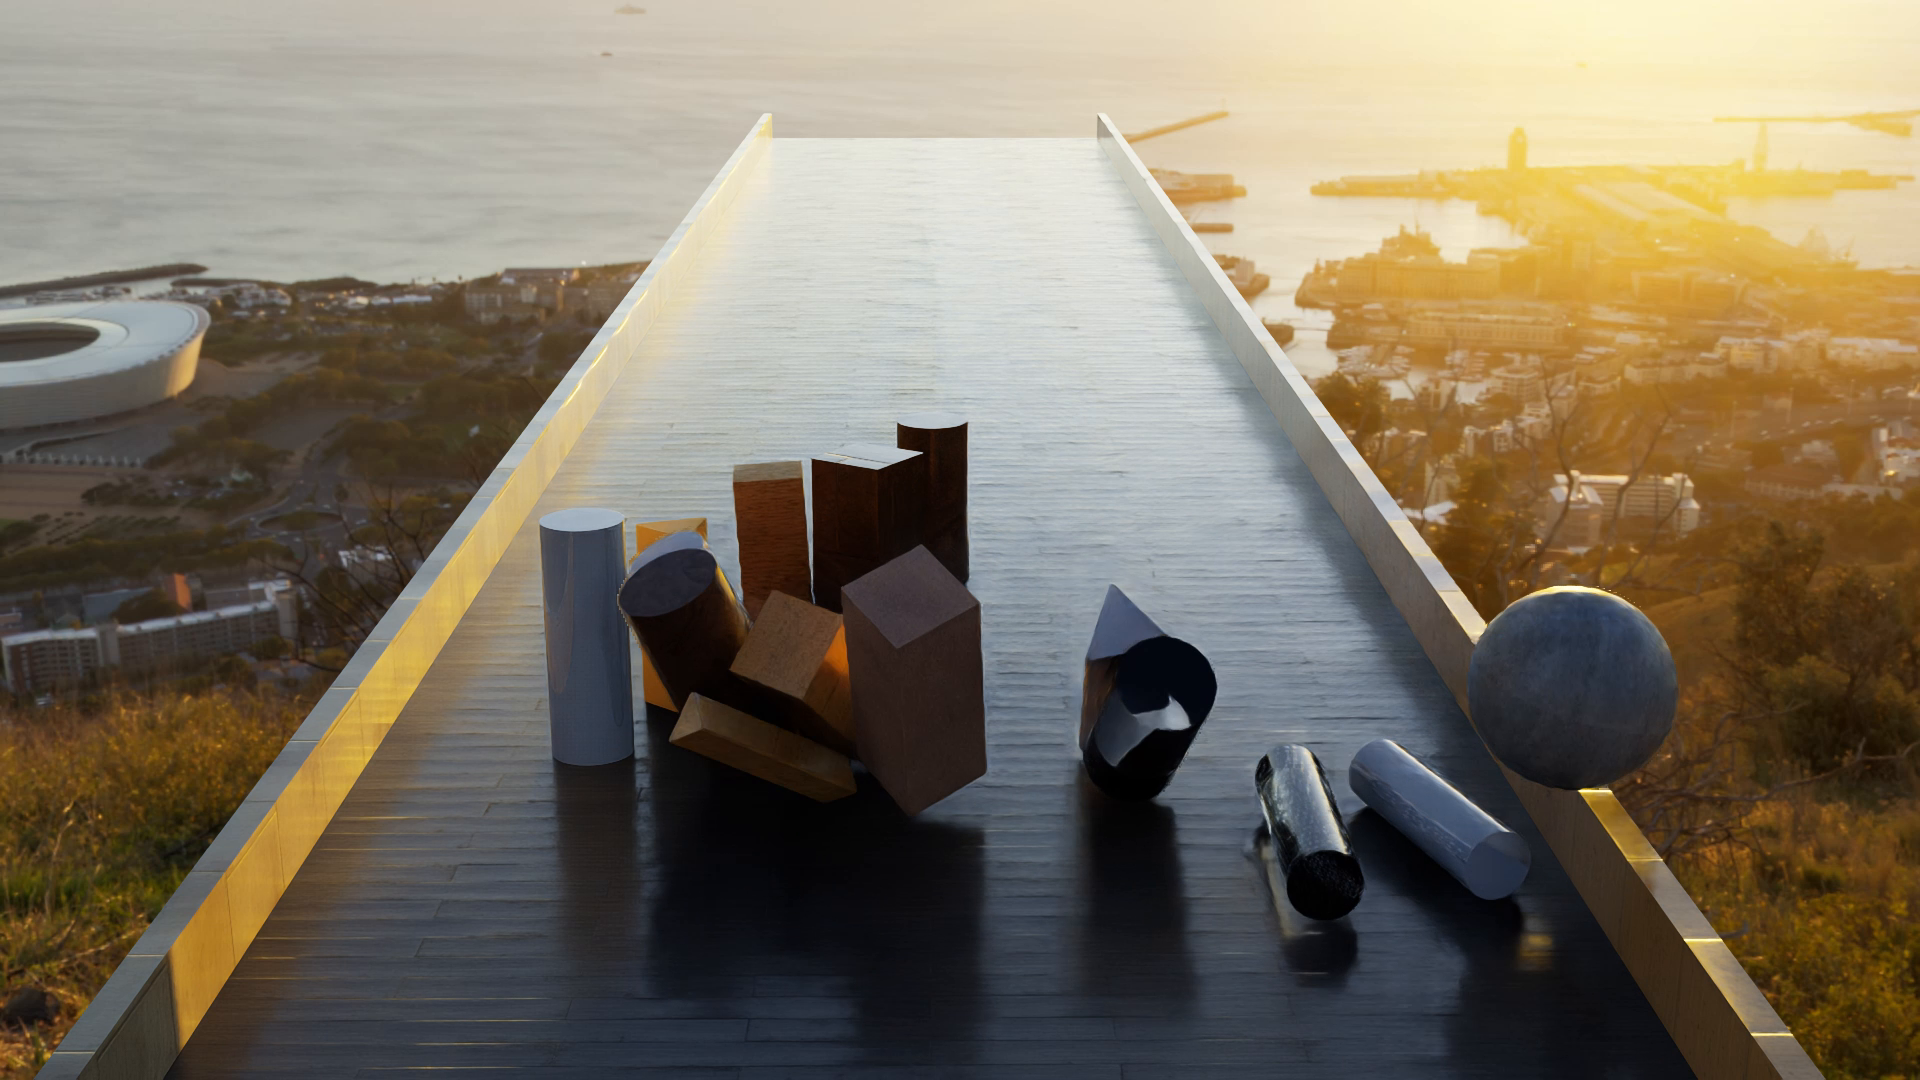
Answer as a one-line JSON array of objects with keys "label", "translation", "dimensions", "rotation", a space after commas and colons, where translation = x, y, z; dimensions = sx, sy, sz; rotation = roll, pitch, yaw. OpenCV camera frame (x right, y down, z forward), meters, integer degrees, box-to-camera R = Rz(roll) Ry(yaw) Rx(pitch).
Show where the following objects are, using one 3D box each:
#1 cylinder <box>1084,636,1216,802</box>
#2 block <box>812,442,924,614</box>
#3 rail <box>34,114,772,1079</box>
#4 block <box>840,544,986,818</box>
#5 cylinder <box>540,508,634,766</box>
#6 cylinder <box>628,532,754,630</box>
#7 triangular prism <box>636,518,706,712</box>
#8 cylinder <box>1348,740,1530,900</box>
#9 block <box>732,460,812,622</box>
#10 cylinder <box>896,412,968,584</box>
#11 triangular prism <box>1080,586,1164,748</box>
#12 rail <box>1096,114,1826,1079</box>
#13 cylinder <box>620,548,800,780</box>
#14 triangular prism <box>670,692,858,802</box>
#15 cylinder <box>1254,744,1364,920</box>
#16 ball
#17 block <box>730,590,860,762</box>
[{"label": "cylinder", "translation": [0.309, 0.299, 3.620], "dimensions": [0.161, 0.161, 0.330], "rotation": [-2, -26, -8]}, {"label": "block", "translation": [-0.193, -0.011, 4.655], "dimensions": [0.169, 0.347, 0.169], "rotation": [11, 20, 32]}, {"label": "rail", "translation": [-1.118, -0.838, 7.780], "dimensions": [0.050, 0.150, 12.000], "rotation": [0, 17, -1]}, {"label": "block", "translation": [-0.071, 0.235, 3.584], "dimensions": [0.157, 0.434, 0.157], "rotation": [-28, 52, -22]}, {"label": "cylinder", "translation": [-0.659, 0.171, 3.895], "dimensions": [0.147, 0.432, 0.147], "rotation": [0, 17, 0]}, {"label": "cylinder", "translation": [-0.443, 0.173, 3.948], "dimensions": [0.149, 0.370, 0.149], "rotation": [-20, 32, 13]}, {"label": "triangular prism", "translation": [-0.516, 0.138, 4.146], "dimensions": [0.132, 0.351, 0.114], "rotation": [14, 22, 38]}, {"label": "cylinder", "translation": [0.765, 0.444, 3.537], "dimensions": [0.113, 0.113, 0.393], "rotation": [-5, 17, -16]}, {"label": "block", "translation": [-0.367, 0.049, 4.375], "dimensions": [0.134, 0.385, 0.134], "rotation": [-4, 17, -3]}, {"label": "cylinder", "translation": [-0.061, -0.089, 4.886], "dimensions": [0.158, 0.365, 0.158], "rotation": [0, 17, 0]}, {"label": "triangular prism", "translation": [0.265, 0.216, 3.765], "dimensions": [0.138, 0.119, 0.432], "rotation": [-11, -25, -4]}, {"label": "rail", "translation": [0.932, -0.844, 7.801], "dimensions": [0.050, 0.150, 12.000], "rotation": [0, 17, -1]}, {"label": "cylinder", "translation": [-0.425, 0.216, 3.770], "dimensions": [0.174, 0.380, 0.174], "rotation": [-15, 35, 11]}, {"label": "triangular prism", "translation": [-0.317, 0.338, 3.624], "dimensions": [0.325, 0.075, 0.087], "rotation": [27, -34, -34]}, {"label": "cylinder", "translation": [0.549, 0.457, 3.487], "dimensions": [0.116, 0.116, 0.417], "rotation": [0, 17, 1]}, {"label": "ball", "translation": [0.942, 0.227, 3.387], "dimensions": [0.314, 0.314, 0.314], "rotation": [0, 17, 0]}, {"label": "block", "translation": [-0.219, 0.245, 3.759], "dimensions": [0.155, 0.155, 0.354], "rotation": [19, -17, 31]}]
